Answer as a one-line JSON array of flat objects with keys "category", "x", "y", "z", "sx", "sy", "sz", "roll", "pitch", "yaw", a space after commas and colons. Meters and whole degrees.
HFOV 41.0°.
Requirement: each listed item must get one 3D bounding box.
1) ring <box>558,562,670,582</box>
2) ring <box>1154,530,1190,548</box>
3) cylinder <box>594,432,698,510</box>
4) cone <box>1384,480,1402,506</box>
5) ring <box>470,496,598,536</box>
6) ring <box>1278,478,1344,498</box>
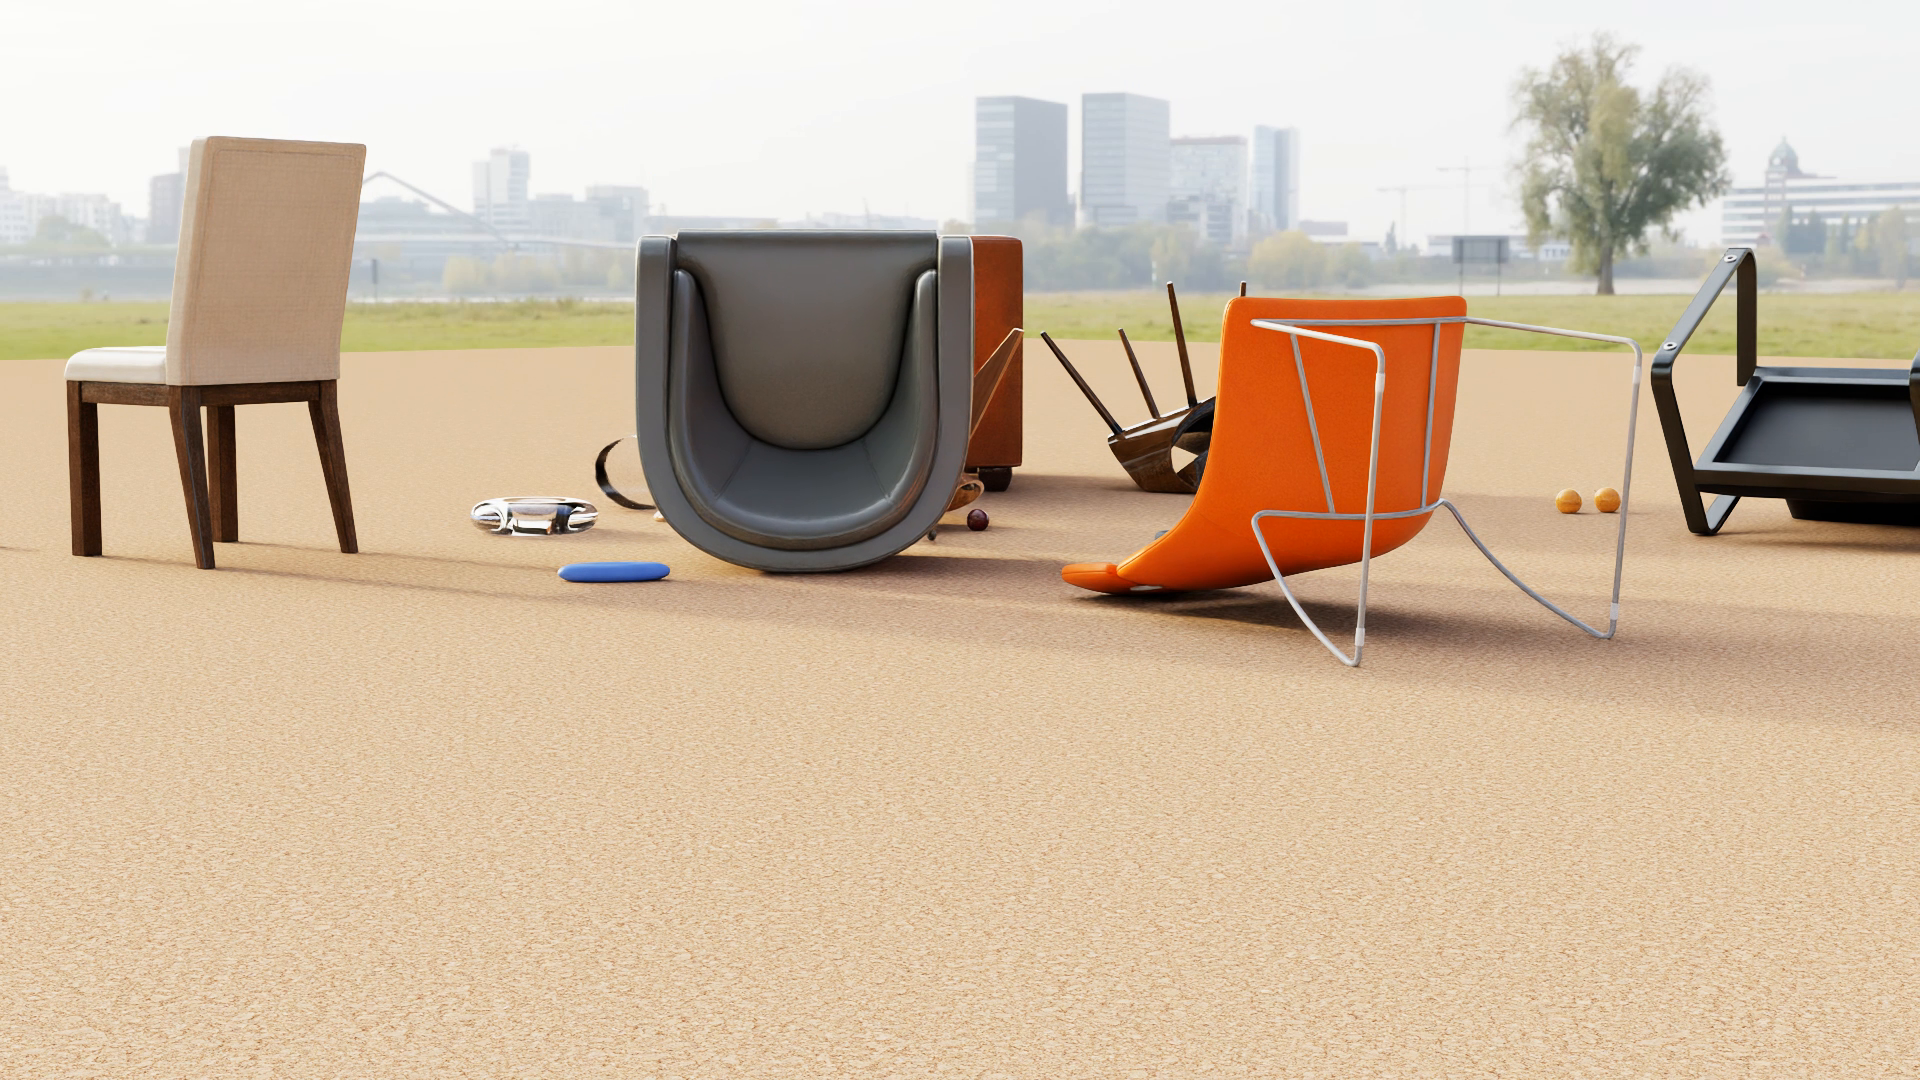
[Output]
[{"category": "ring", "x": -0.749, "y": 0.069, "z": 5.557, "sx": 0.242, "sy": 0.039, "sz": 0.086, "roll": -1, "pitch": 5, "yaw": -6}, {"category": "ring", "x": 0.518, "y": -0.003, "z": 6.266, "sx": 0.083, "sy": 0.037, "sz": 0.107, "roll": -3, "pitch": 6, "yaw": -12}, {"category": "cylinder", "x": -0.893, "y": -0.199, "z": 7.334, "sx": 0.258, "sy": 0.206, "sz": 0.247, "roll": 9, "pitch": 6, "yaw": 2}, {"category": "cone", "x": 1.243, "y": -0.138, "z": 7.358, "sx": 0.037, "sy": 0.080, "sz": 0.063, "roll": -3, "pitch": 7, "yaw": -25}, {"category": "ring", "x": -1.097, "y": -0.062, "z": 6.609, "sx": 0.328, "sy": 0.084, "sz": 0.324, "roll": -3, "pitch": 6, "yaw": -33}, {"category": "ring", "x": 1.049, "y": -0.155, "z": 7.664, "sx": 0.200, "sy": 0.053, "sz": 0.171, "roll": 1, "pitch": 5, "yaw": 2}]
